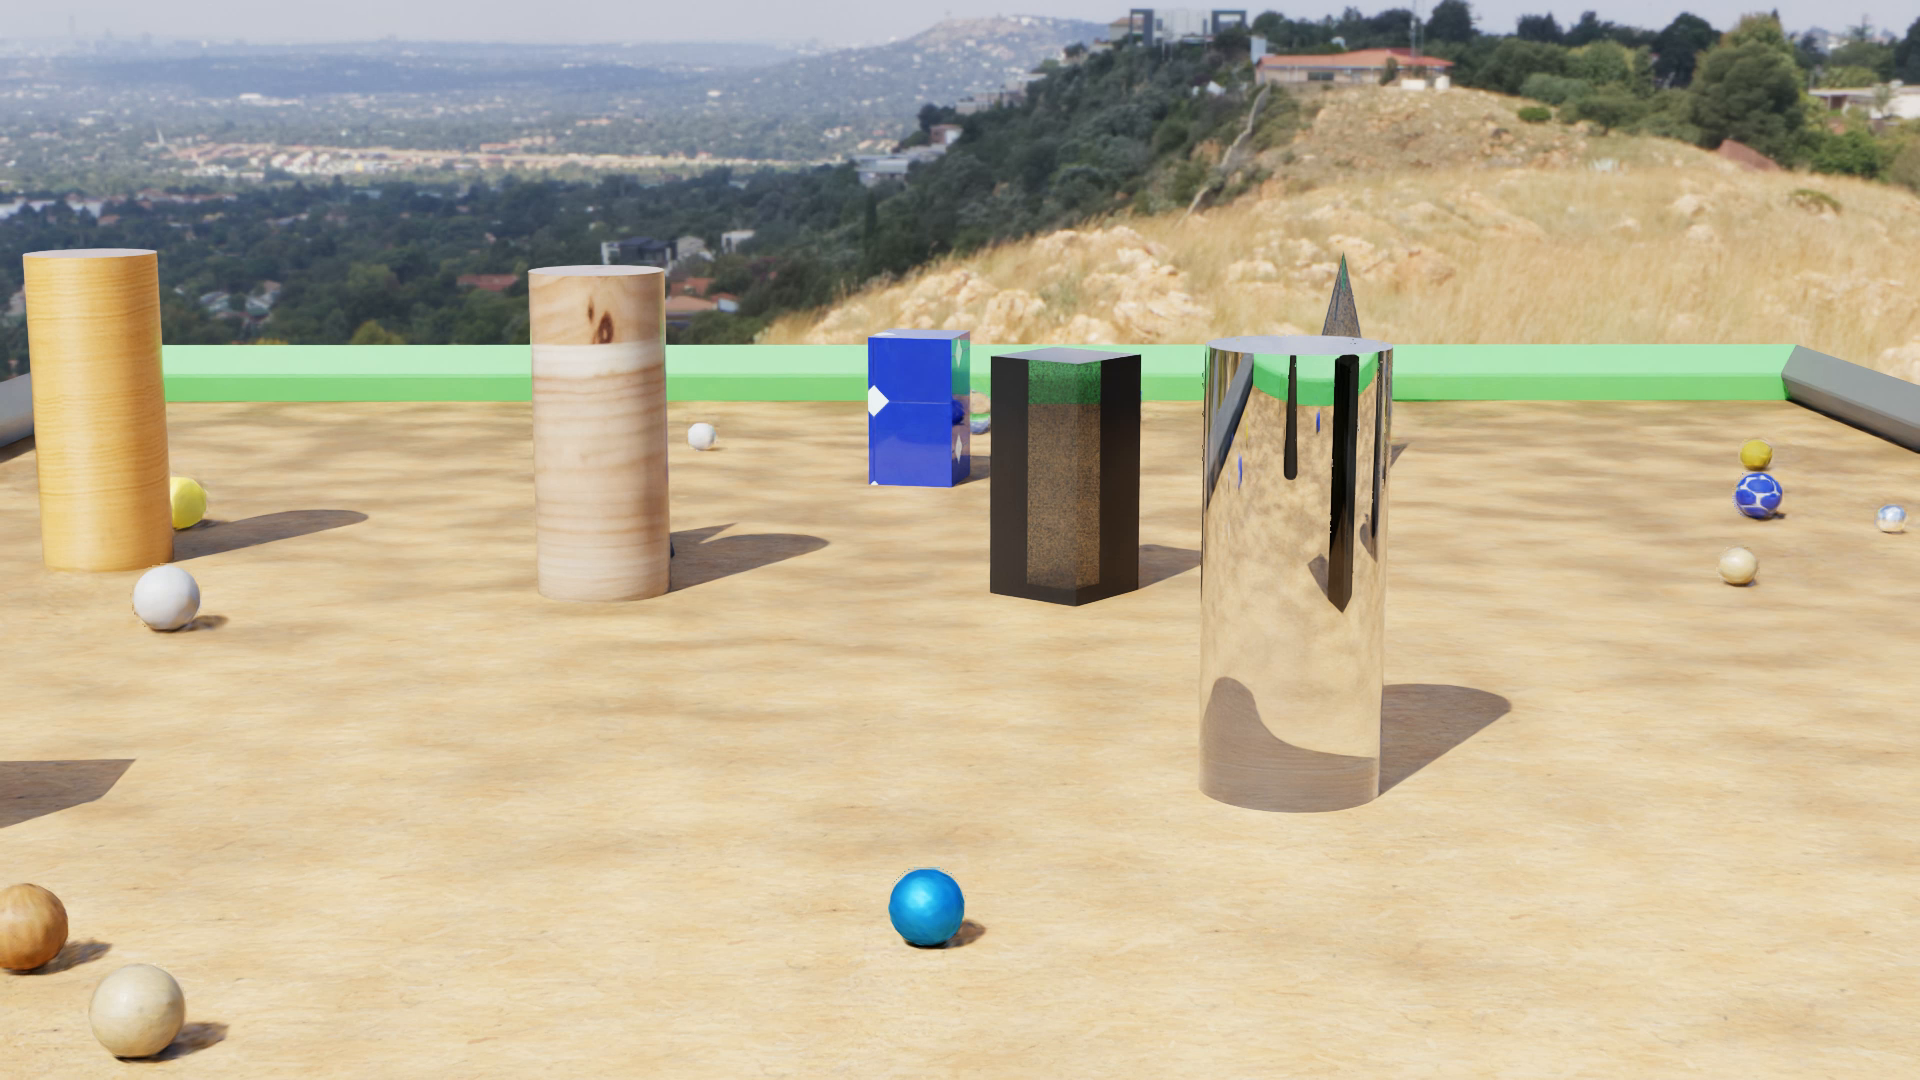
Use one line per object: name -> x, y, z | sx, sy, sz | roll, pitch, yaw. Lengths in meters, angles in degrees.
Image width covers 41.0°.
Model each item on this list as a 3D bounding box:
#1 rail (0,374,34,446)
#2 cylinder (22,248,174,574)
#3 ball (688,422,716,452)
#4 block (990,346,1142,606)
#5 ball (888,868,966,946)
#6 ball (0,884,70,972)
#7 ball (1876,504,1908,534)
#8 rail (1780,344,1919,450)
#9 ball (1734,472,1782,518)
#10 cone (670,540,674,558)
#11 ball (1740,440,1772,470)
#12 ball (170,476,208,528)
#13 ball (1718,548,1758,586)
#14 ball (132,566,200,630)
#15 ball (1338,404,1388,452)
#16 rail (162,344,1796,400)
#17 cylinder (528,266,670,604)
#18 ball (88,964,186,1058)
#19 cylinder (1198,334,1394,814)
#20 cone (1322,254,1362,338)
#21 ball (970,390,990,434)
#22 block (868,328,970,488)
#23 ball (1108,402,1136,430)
rail -> -1.798, 0.033, 3.440 | 0.045, 0.120, 4.267 | 0, 11, 0
cylinder -> -1.253, -0.191, 3.738 | 0.184, 0.452, 0.184 | 0, 11, 0
ball -> -0.487, -0.195, 4.838 | 0.054, 0.054, 0.054 | 0, 11, 0
block -> 0.145, -0.091, 3.533 | 0.147, 0.329, 0.147 | 8, 14, 38
ball -> -0.028, 0.306, 2.137 | 0.064, 0.064, 0.064 | 0, 11, 0
ball -> -0.759, 0.314, 2.078 | 0.070, 0.070, 0.070 | 0, 11, 0
ball -> 1.450, -0.033, 3.995 | 0.046, 0.046, 0.046 | 0, 11, 0
rail -> 1.798, 0.029, 3.460 | 0.045, 0.120, 4.267 | 0, 11, 0
ball -> 1.283, -0.071, 4.123 | 0.075, 0.075, 0.075 | 0, 11, 0
cone -> -0.517, -0.155, 3.790 | 0.184, 0.361, 0.184 | 0, 11, 0
ball -> 1.429, -0.153, 4.606 | 0.056, 0.056, 0.056 | 0, 11, 0
ball -> -1.227, -0.059, 4.036 | 0.082, 0.082, 0.082 | 0, 11, 0
ball -> 1.093, 0.037, 3.601 | 0.053, 0.053, 0.053 | 0, 11, 0
ball -> -1.025, 0.075, 3.315 | 0.084, 0.084, 0.084 | 0, 11, 0
ball -> 0.756, -0.211, 4.819 | 0.092, 0.092, 0.092 | 0, 11, 0
rail -> -0.012, -0.357, 5.524 | 3.643, 0.120, 0.045 | 0, 11, 0
cylinder -> -0.495, -0.149, 3.533 | 0.184, 0.444, 0.184 | 0, 11, 0
ball -> -0.608, 0.348, 1.898 | 0.069, 0.069, 0.069 | 0, 11, 0
cylinder -> 0.333, 0.029, 2.563 | 0.184, 0.450, 0.184 | 0, 11, 0
cone -> 0.684, -0.323, 4.606 | 0.184, 0.391, 0.184 | 0, 11, 0
ball -> 0.025, -0.253, 5.061 | 0.086, 0.086, 0.086 | 0, 11, 0
block -> -0.070, -0.233, 4.490 | 0.147, 0.257, 0.147 | 2, 11, 13
ball -> 0.323, -0.245, 5.104 | 0.055, 0.055, 0.055 | 0, 11, 0
